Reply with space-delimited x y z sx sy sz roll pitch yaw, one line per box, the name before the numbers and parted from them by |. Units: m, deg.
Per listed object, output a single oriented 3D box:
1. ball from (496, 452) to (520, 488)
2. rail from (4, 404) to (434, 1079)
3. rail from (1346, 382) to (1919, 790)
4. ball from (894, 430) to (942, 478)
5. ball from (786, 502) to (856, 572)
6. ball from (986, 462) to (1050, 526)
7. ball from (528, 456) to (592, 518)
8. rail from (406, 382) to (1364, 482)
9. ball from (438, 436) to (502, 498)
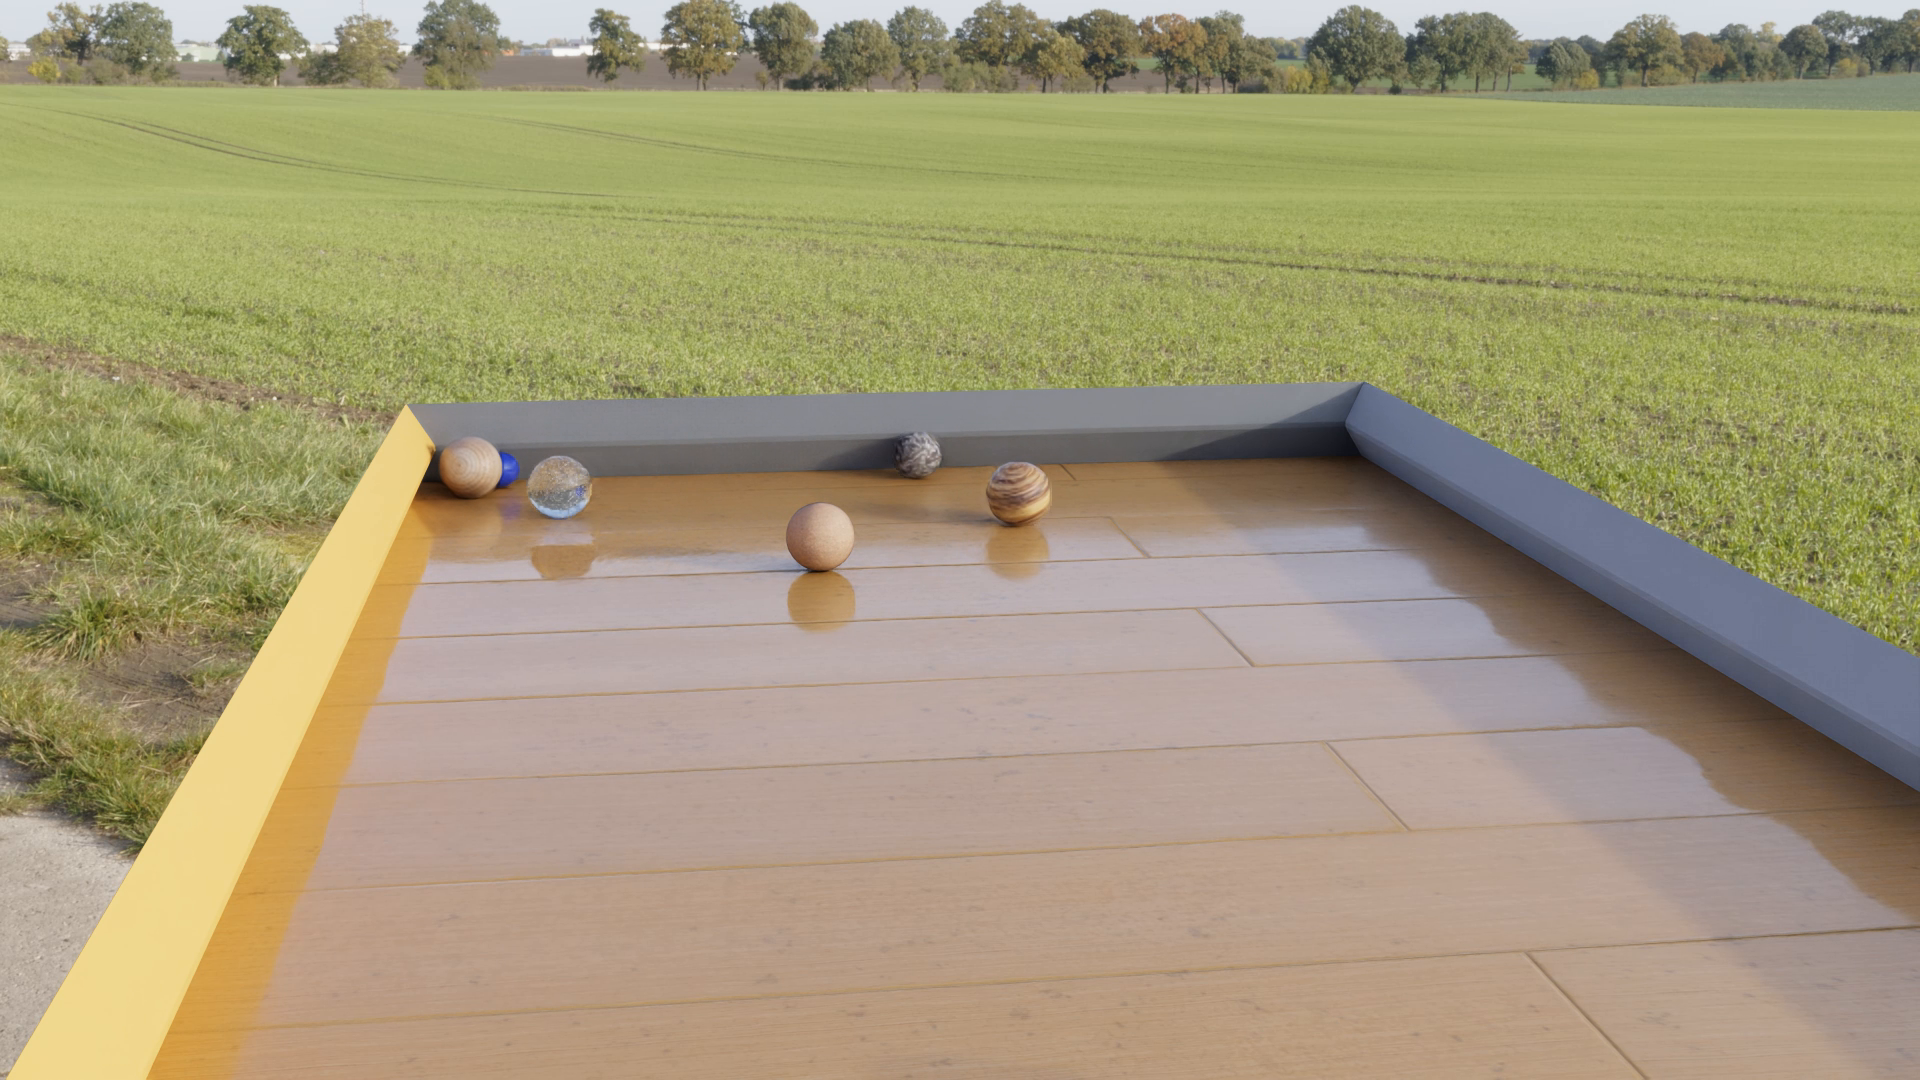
ball | -0.685 -0.105 3.287 0.054 0.054 0.054 0 13 0
rail | -0.624 0.154 2.053 0.045 0.118 2.628 -2 14 -8
rail | 0.811 0.106 2.254 0.045 0.118 2.628 -2 14 -8
ball | -0.065 -0.130 3.354 0.072 0.072 0.072 0 13 0
ball | -0.177 -0.004 2.789 0.088 0.088 0.088 0 13 0
ball | 0.081 -0.064 3.039 0.089 0.089 0.089 0 13 0
ball | -0.561 -0.074 3.082 0.088 0.088 0.088 0 13 0
rail | -0.090 -0.165 3.396 1.496 0.118 0.045 -2 14 -8
ball | -0.715 -0.107 3.213 0.091 0.091 0.091 0 13 0
